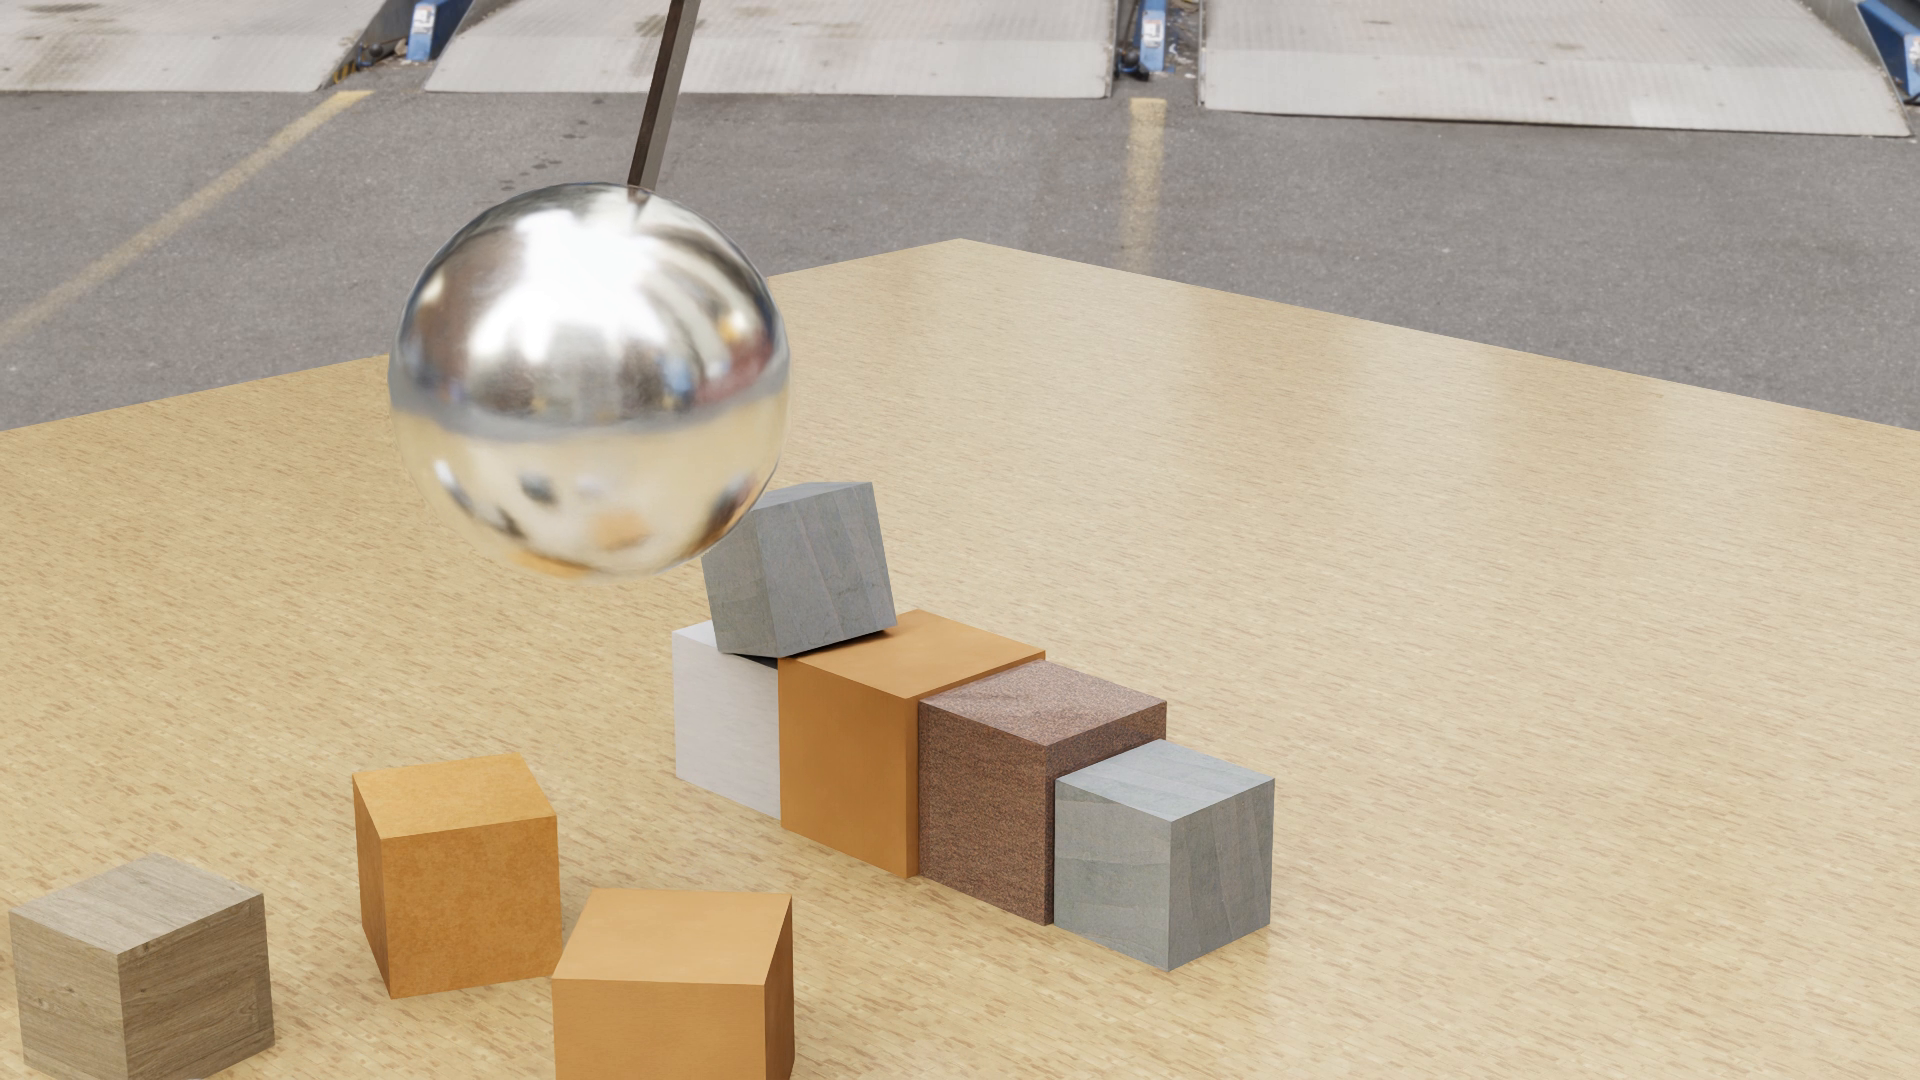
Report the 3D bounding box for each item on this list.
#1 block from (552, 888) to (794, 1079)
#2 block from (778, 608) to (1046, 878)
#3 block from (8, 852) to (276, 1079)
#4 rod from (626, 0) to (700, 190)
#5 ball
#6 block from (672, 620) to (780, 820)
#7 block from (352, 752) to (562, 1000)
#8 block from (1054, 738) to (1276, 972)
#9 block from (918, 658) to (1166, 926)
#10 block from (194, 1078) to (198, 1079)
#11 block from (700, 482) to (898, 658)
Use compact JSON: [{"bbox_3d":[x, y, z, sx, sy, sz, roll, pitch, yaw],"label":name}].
[{"bbox_3d":[-1.083,1.846,11.268,0.790,0.721,0.810,1,17,4],"label":"block"},{"bbox_3d":[-0.226,0.943,13.877,0.861,0.879,0.917,17,24,42],"label":"block"},{"bbox_3d":[-3.249,1.746,11.670,0.671,0.671,0.712,13,21,35],"label":"block"},{"bbox_3d":[-0.631,-3.911,11.451,0.080,5.200,0.080,17,4,42],"label":"rod"},{"bbox_3d":[-1.456,-0.617,11.622,1.600,1.600,1.600,0,17,0],"label":"ball"},{"bbox_3d":[-0.820,0.814,14.477,0.836,0.765,0.840,-17,24,-42],"label":"block"},{"bbox_3d":[-2.161,1.428,12.591,0.733,0.726,0.764,-6,18,-19],"label":"block"},{"bbox_3d":[0.892,1.367,12.838,0.685,0.693,0.666,-17,24,-42],"label":"block"},{"bbox_3d":[0.373,1.130,13.327,0.792,0.853,0.790,-17,24,-42],"label":"block"},{"bbox_3d":[-2.930,2.323,9.706,0.803,0.747,0.733,-3,18,-9],"label":"block"},{"bbox_3d":[-0.789,0.131,13.965,0.656,0.697,0.602,-15,9,-32],"label":"block"}]
